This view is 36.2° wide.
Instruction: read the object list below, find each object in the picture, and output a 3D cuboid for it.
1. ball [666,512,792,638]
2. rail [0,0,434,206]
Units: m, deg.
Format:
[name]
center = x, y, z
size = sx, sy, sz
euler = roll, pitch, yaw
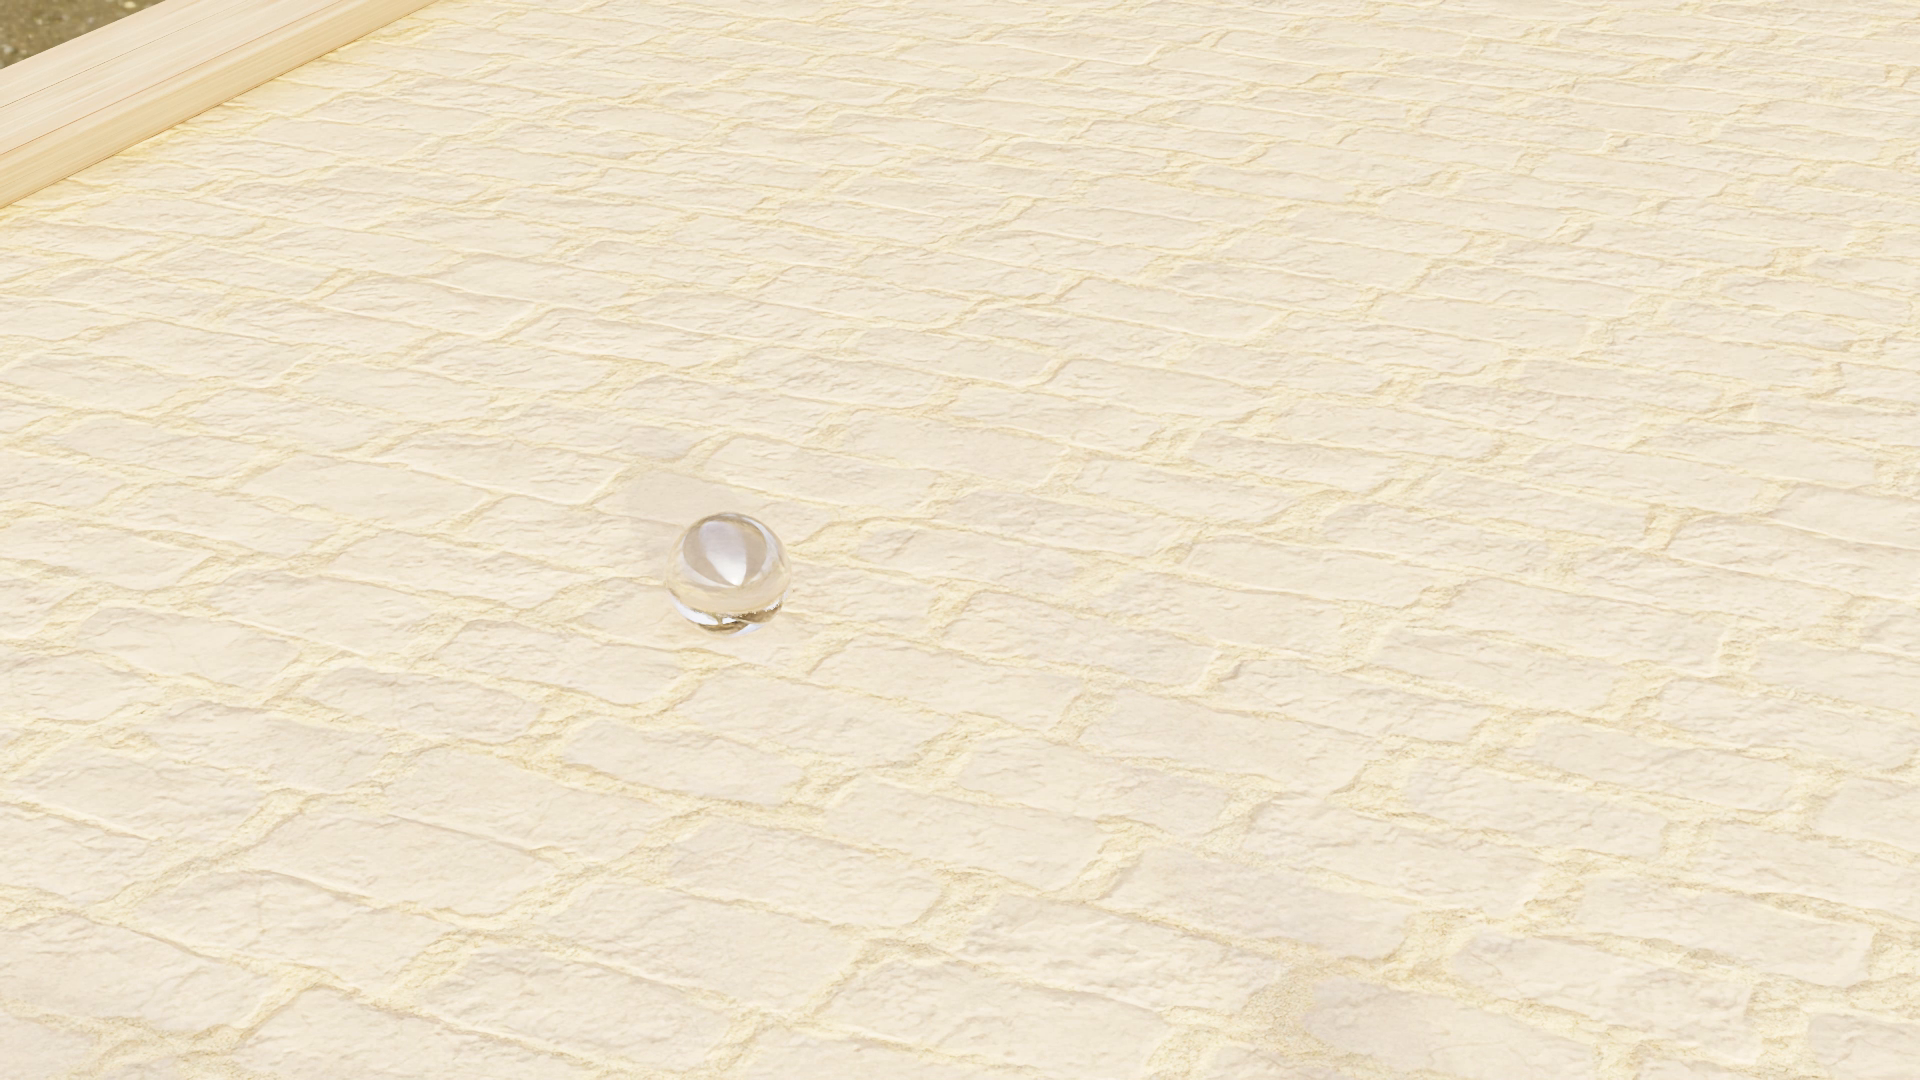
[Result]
[ball]
center = -0.135, 0.020, 1.712
size = 0.073, 0.073, 0.073
euler = 0, 27, 0
[rail]
center = -0.508, -0.555, 2.810
size = 0.045, 0.107, 3.536
euler = 11, 29, 21
